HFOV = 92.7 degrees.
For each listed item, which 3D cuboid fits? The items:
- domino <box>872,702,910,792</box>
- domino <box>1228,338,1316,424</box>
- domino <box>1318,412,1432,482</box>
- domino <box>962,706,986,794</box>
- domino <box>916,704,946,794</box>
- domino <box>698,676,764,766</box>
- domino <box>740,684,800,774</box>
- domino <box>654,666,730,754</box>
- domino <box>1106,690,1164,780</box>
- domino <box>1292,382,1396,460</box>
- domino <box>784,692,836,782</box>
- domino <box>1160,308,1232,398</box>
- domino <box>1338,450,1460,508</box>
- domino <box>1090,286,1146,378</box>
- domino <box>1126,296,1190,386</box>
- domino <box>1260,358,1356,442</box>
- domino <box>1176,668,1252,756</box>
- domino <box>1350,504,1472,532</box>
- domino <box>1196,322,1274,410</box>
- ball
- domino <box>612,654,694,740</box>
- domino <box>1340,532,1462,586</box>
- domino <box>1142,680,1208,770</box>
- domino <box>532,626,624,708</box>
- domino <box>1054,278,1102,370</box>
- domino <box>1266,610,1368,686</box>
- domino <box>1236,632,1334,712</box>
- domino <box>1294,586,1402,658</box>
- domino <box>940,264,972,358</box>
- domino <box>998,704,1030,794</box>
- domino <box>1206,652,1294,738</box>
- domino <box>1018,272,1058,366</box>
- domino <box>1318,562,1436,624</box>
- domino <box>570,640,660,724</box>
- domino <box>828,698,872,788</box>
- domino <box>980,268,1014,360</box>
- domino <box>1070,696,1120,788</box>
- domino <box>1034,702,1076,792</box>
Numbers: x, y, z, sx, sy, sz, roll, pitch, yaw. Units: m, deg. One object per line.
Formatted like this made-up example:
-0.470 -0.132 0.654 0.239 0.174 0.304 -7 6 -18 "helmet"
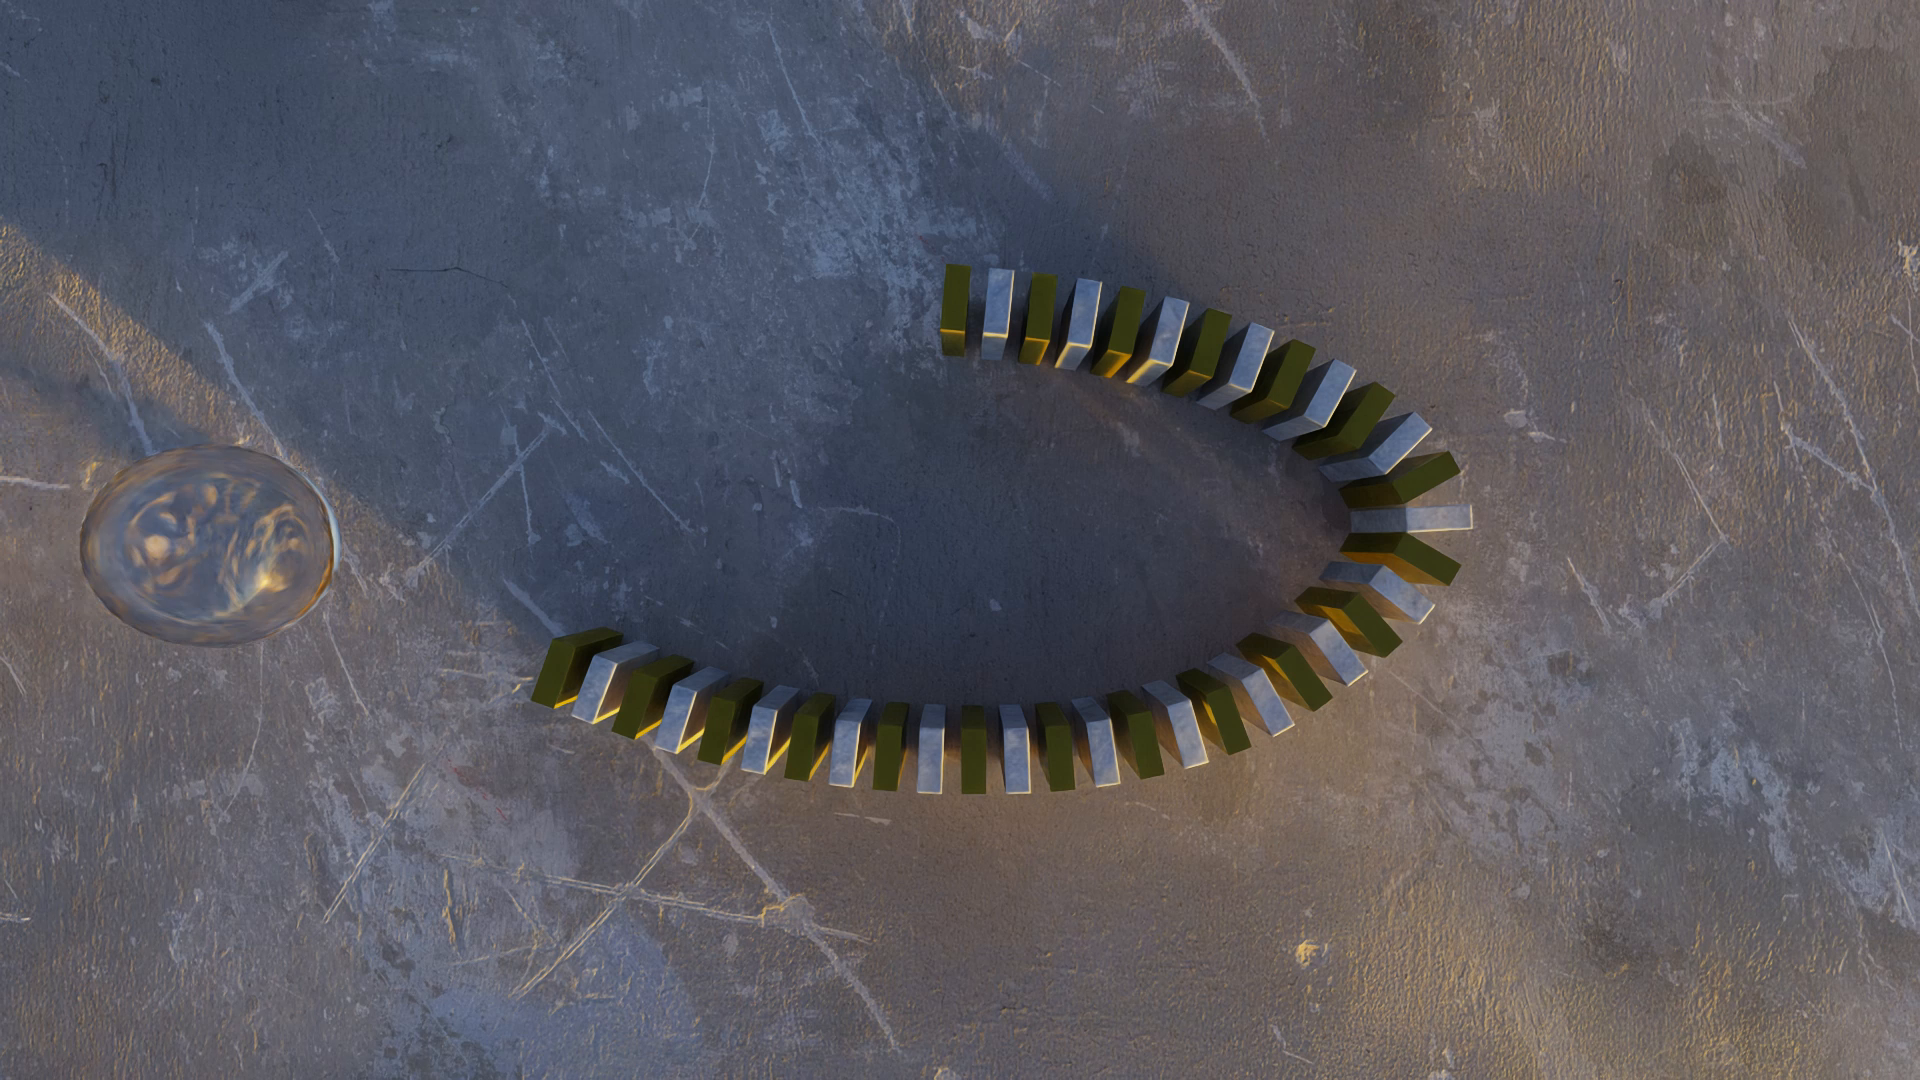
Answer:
-0.028 0.083 0.375 0.010 0.050 0.025 5 90 0 "domino"
0.127 -0.064 0.375 0.009 0.050 0.025 25 90 0 "domino"
0.168 -0.037 0.375 0.025 0.050 0.009 -45 90 0 "domino"
0.005 0.085 0.375 0.010 0.050 0.025 0 90 0 "domino"
-0.011 0.084 0.375 0.009 0.050 0.025 2 90 0 "domino"
-0.093 0.073 0.375 0.010 0.050 0.025 14 90 0 "domino"
-0.077 0.076 0.375 0.009 0.050 0.025 11 90 0 "domino"
-0.109 0.068 0.375 0.009 0.050 0.025 18 90 0 "domino"
0.071 0.078 0.375 0.010 0.050 0.025 -13 90 0 "domino"
0.156 -0.048 0.375 0.010 0.050 0.025 35 90 0 "domino"
-0.061 0.079 0.375 0.009 0.050 0.025 9 90 0 "domino"
0.096 -0.075 0.375 0.010 0.050 0.025 18 90 0 "domino"
0.178 -0.024 0.375 0.025 0.050 0.010 -29 90 0 "domino"
0.064 -0.084 0.375 0.009 0.050 0.025 13 90 0 "domino"
0.080 -0.080 0.375 0.009 0.050 0.025 15 90 0 "domino"
0.141 -0.056 0.375 0.010 0.050 0.025 29 90 0 "domino"
0.103 0.069 0.375 0.010 0.050 0.025 -21 90 0 "domino"
0.183 -0.008 0.375 0.025 0.050 0.009 -3 90 0 "domino"
0.111 -0.070 0.375 0.009 0.050 0.025 21 90 0 "domino"
-0.291 0.002 0.360 0.080 0.080 0.080 0 90 0 "ball"
-0.125 0.063 0.375 0.010 0.050 0.025 20 90 0 "domino"
0.179 0.007 0.375 0.025 0.050 0.010 30 90 0 "domino"
0.087 0.074 0.375 0.010 0.050 0.025 -16 90 0 "domino"
-0.155 0.051 0.375 0.009 0.050 0.025 20 90 0 "domino"
0.048 -0.087 0.375 0.010 0.050 0.025 9 90 0 "domino"
0.145 0.043 0.375 0.009 0.050 0.025 -37 90 0 "domino"
0.131 0.053 0.375 0.009 0.050 0.025 -36 90 0 "domino"
0.158 0.033 0.375 0.010 0.050 0.025 -42 90 0 "domino"
-0.002 -0.093 0.375 0.009 0.050 0.025 5 90 0 "domino"
0.022 0.084 0.375 0.010 0.050 0.025 -2 90 0 "domino"
0.118 0.062 0.375 0.010 0.050 0.025 -30 90 0 "domino"
0.031 -0.089 0.375 0.009 0.050 0.025 7 90 0 "domino"
0.169 0.021 0.375 0.025 0.050 0.010 38 90 0 "domino"
-0.140 0.057 0.375 0.010 0.050 0.025 21 90 0 "domino"
-0.044 0.082 0.375 0.009 0.050 0.025 7 90 0 "domino"
0.015 -0.091 0.375 0.009 0.050 0.025 6 90 0 "domino"
0.055 0.081 0.375 0.009 0.050 0.025 -9 90 0 "domino"
0.038 0.083 0.375 0.009 0.050 0.025 -5 90 0 "domino"
